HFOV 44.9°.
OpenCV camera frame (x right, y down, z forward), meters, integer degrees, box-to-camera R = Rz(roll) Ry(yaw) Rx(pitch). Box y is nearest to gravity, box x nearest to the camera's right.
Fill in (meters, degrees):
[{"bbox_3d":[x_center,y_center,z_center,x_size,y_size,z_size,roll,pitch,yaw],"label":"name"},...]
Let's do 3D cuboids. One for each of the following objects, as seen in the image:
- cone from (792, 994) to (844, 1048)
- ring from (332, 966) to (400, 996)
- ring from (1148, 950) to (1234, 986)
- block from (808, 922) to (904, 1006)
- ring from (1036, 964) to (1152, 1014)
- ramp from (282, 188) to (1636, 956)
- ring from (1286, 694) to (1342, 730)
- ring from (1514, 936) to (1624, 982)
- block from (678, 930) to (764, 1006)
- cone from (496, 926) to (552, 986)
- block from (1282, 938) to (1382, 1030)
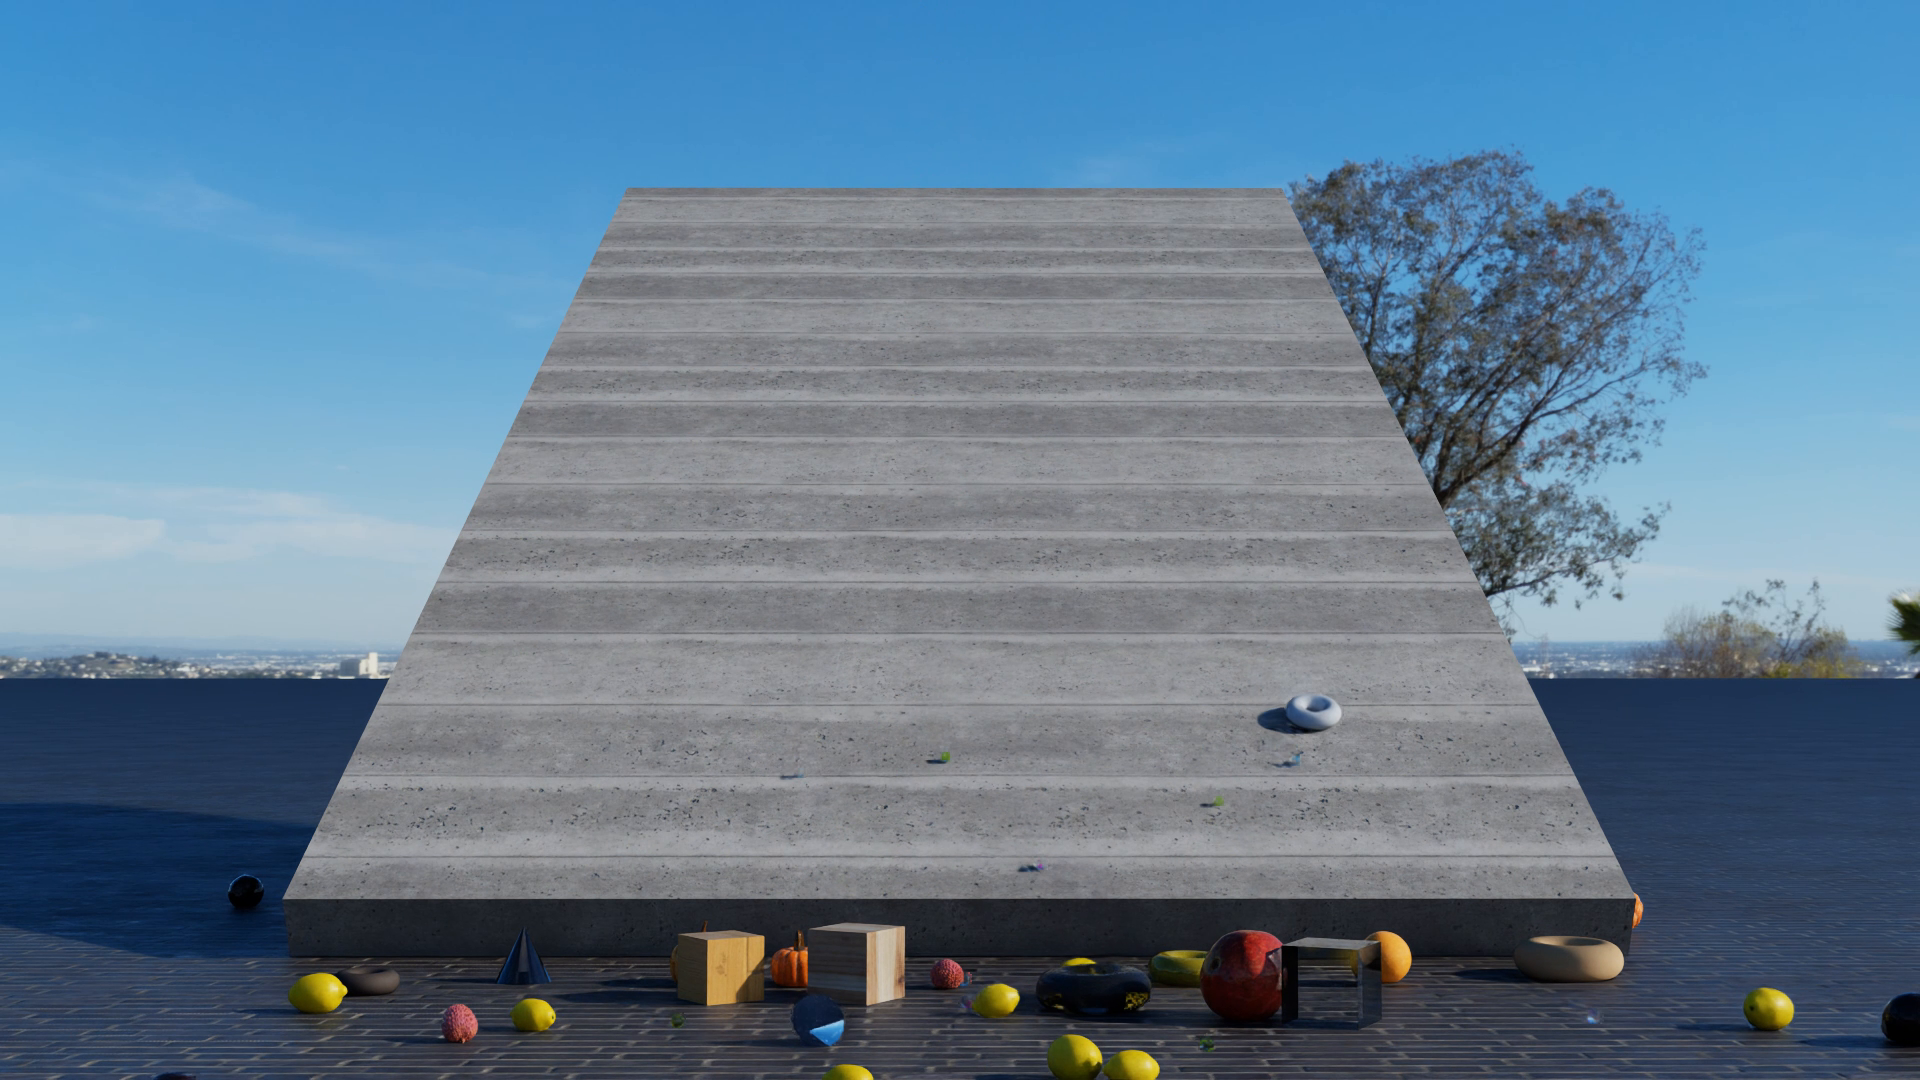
[{"bbox_3d":[-0.172,0.562,2.664,0.062,0.062,0.062,1,-30,-23],"label":"cone"},{"bbox_3d":[-0.786,0.584,3.072,0.088,0.029,0.088,0,-2,0],"label":"ring"},{"bbox_3d":[0.315,0.585,3.170,0.117,0.039,0.117,1,-2,0],"label":"ring"},{"bbox_3d":[-0.135,0.550,3.018,0.091,0.091,0.091,-2,-4,30],"label":"block"},{"bbox_3d":[0.169,0.567,2.931,0.147,0.049,0.147,-1,-3,0],"label":"ring"},{"bbox_3d":[-0.008,-0.227,5.281,2.000,0.100,4.000,0,24,0],"label":"ramp"},{"bbox_3d":[0.599,0.291,3.938,0.094,0.031,0.094,-1,25,0],"label":"ring"},{"bbox_3d":[0.848,0.584,3.236,0.149,0.050,0.149,0,-2,0],"label":"ring"},{"bbox_3d":[-0.310,0.554,3.013,0.082,0.082,0.082,2,-4,-34],"label":"block"},{"bbox_3d":[-0.599,0.567,3.185,0.076,0.076,0.076,0,-3,0],"label":"cone"},{"bbox_3d":[0.451,0.537,2.815,0.095,0.095,0.095,-2,-4,27],"label":"block"}]
